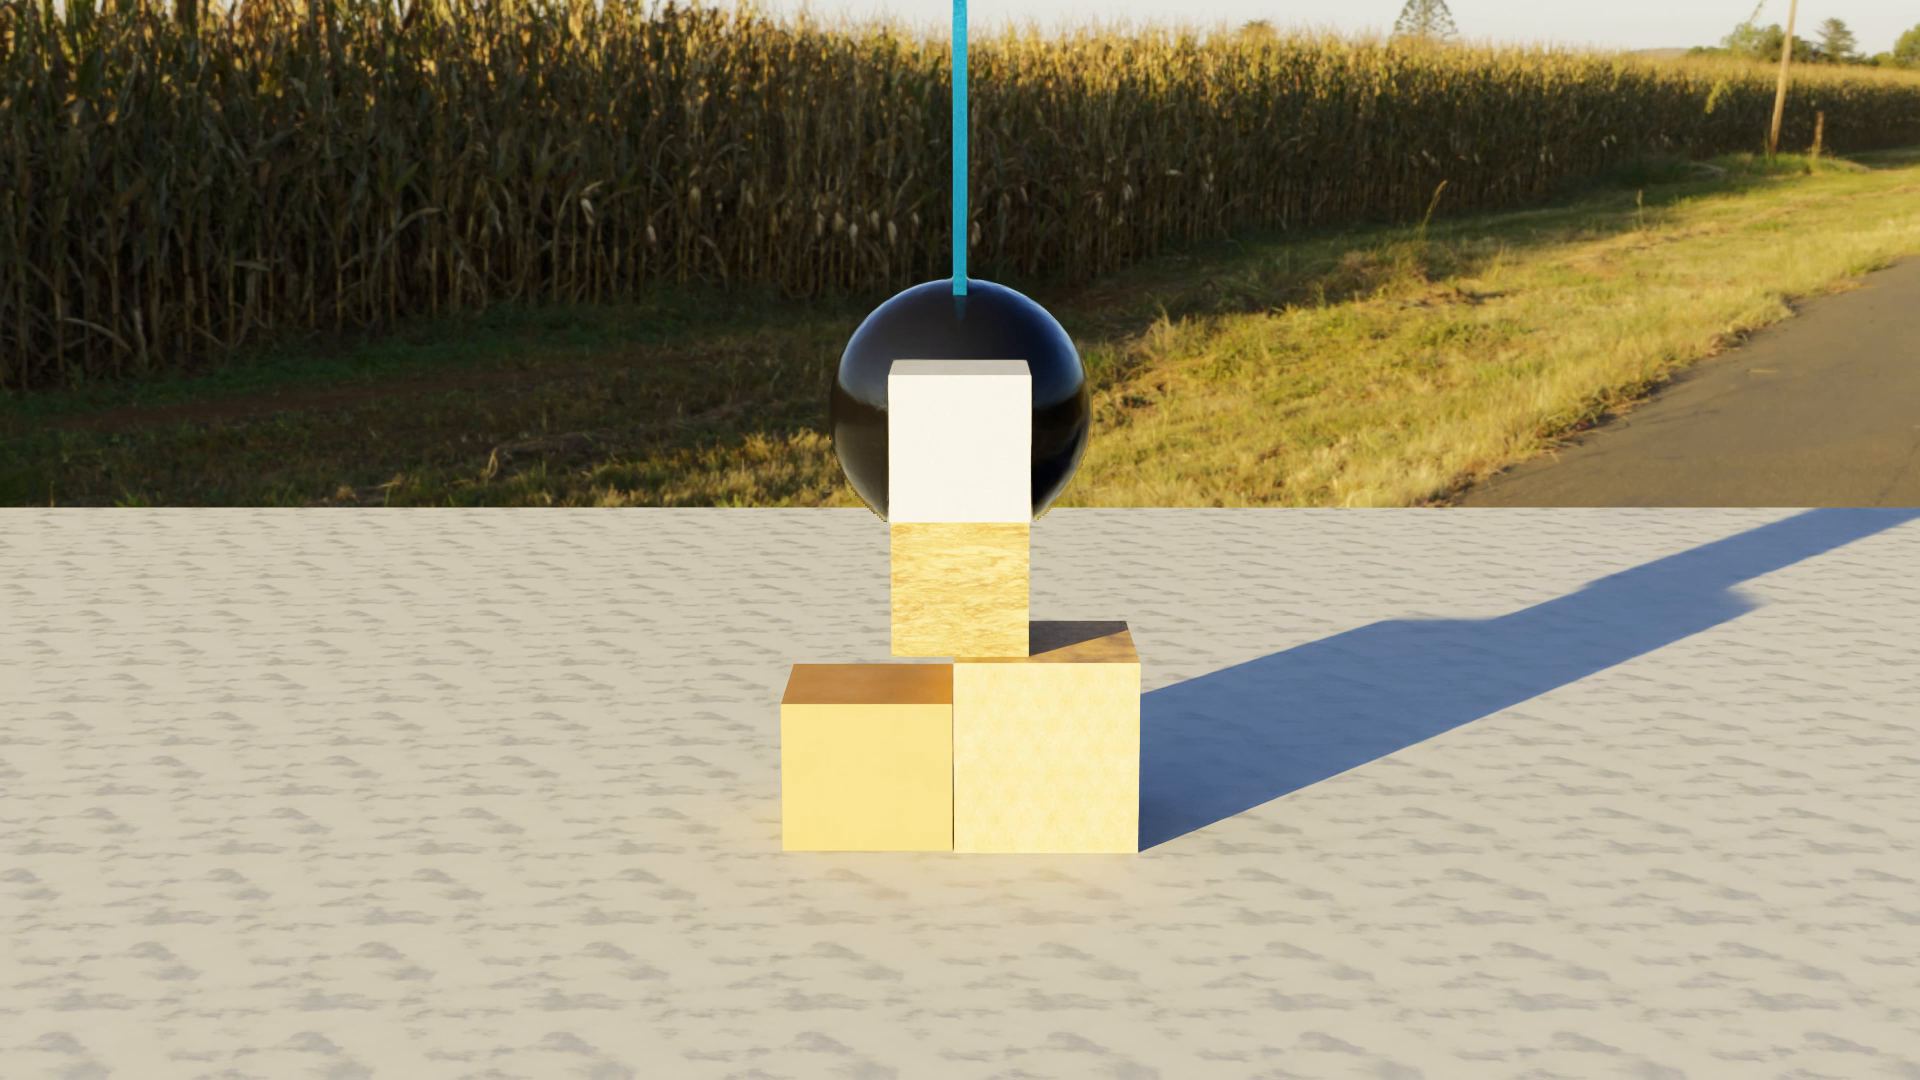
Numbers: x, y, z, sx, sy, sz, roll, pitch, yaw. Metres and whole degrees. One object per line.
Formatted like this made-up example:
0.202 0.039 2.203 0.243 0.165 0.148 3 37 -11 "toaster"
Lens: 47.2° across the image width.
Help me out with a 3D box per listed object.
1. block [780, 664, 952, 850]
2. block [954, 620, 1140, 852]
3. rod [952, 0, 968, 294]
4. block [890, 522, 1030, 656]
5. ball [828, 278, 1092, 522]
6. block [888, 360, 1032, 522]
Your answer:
-0.463 1.107 11.373 0.848 0.753 0.862 0 10 0 "block"
0.429 0.997 11.369 0.915 0.972 0.976 0 10 0 "block"
0.000 -3.646 11.528 0.080 5.200 0.080 0 33 0 "rod"
0.000 0.186 11.196 0.681 0.686 0.645 0 10 0 "block"
0.000 -0.788 13.370 1.600 1.600 1.600 0 10 0 "ball"
0.000 -0.510 11.087 0.690 0.722 0.770 0 10 0 "block"
